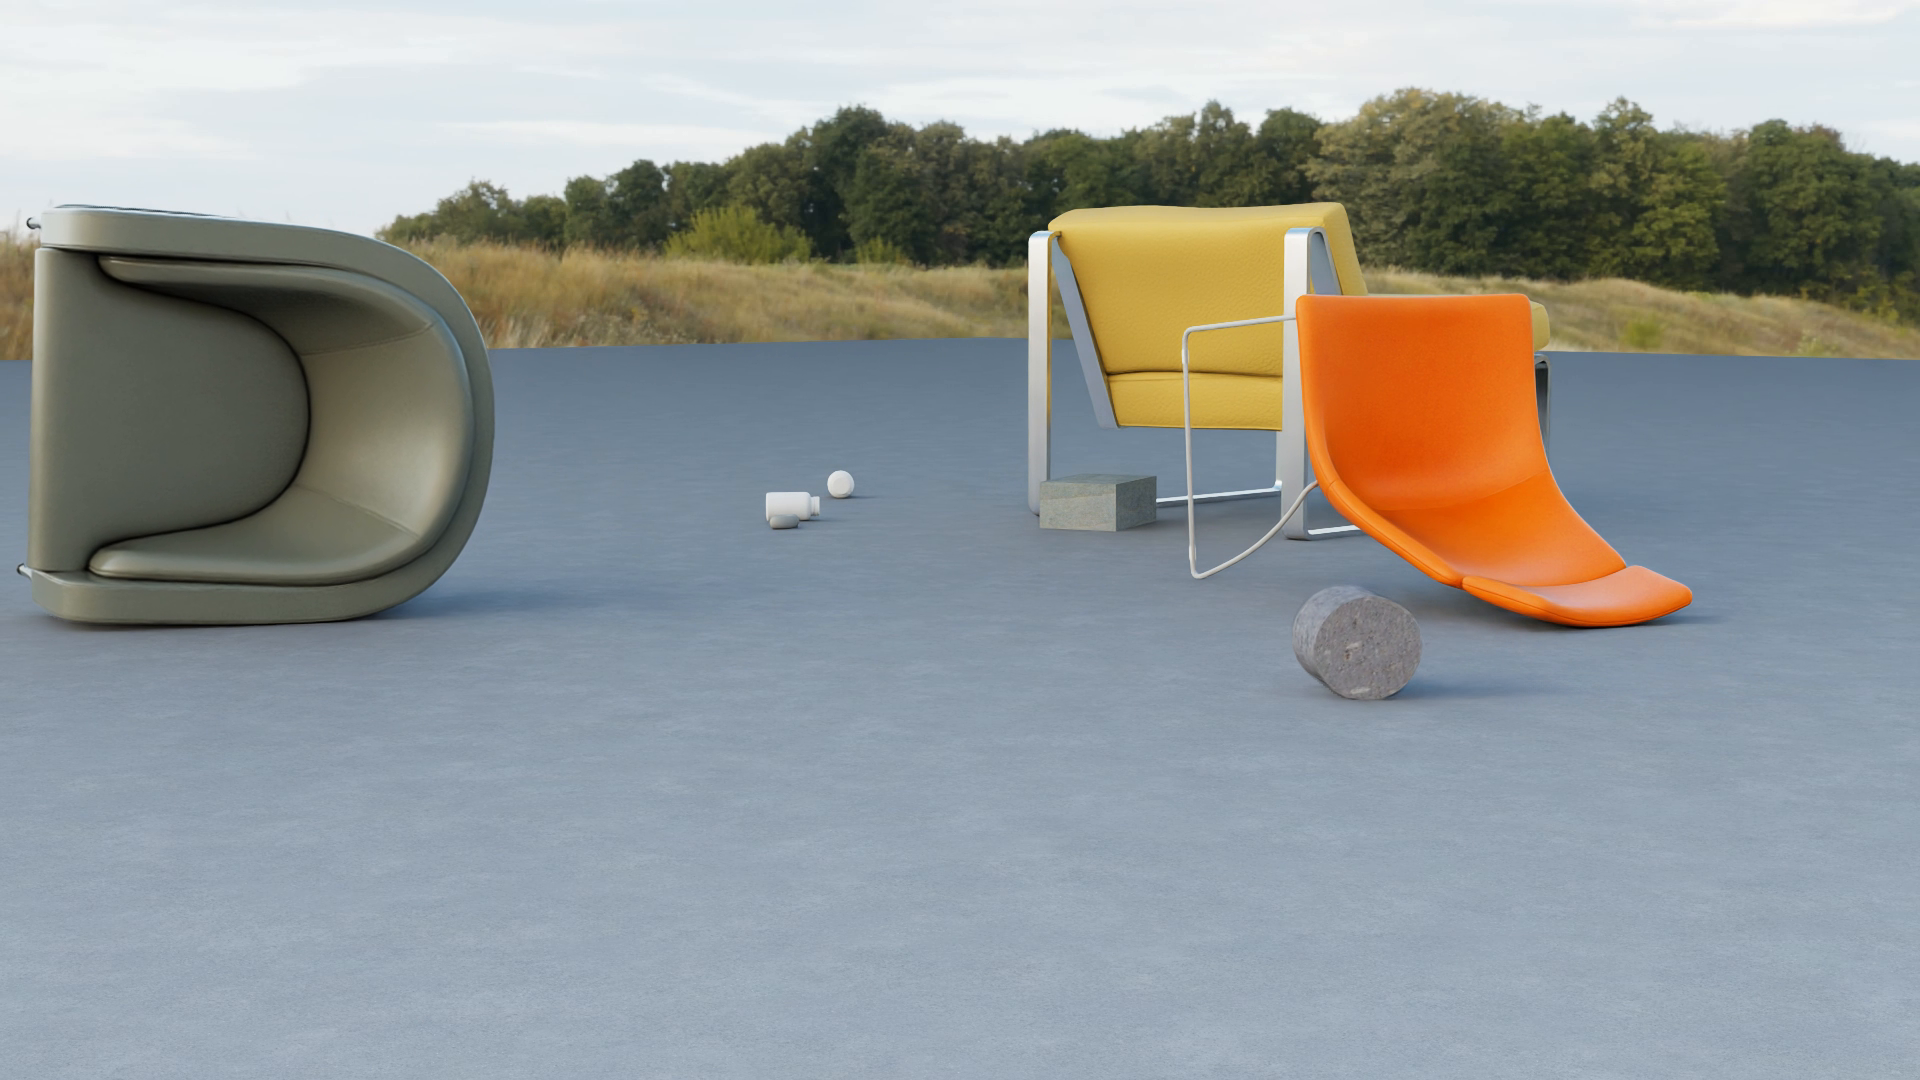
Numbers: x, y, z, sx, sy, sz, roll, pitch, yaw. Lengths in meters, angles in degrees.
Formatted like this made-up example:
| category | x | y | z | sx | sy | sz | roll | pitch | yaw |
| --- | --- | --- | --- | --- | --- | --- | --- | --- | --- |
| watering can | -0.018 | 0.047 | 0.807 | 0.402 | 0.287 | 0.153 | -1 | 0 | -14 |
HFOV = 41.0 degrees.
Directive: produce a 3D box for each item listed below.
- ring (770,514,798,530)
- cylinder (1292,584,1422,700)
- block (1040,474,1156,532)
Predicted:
| category | x | y | z | sx | sy | sz | roll | pitch | yaw |
| --- | --- | --- | --- | --- | --- | --- | --- | --- | --- |
| ring | -0.460 | -0.048 | 6.719 | 0.057 | 0.034 | 0.107 | 2 | 5 | 31 |
| cylinder | 0.627 | 0.160 | 4.062 | 0.171 | 0.162 | 0.164 | -16 | 7 | -3 |
| block | 0.369 | -0.102 | 6.811 | 0.212 | 0.121 | 0.315 | 3 | 6 | 24 |
